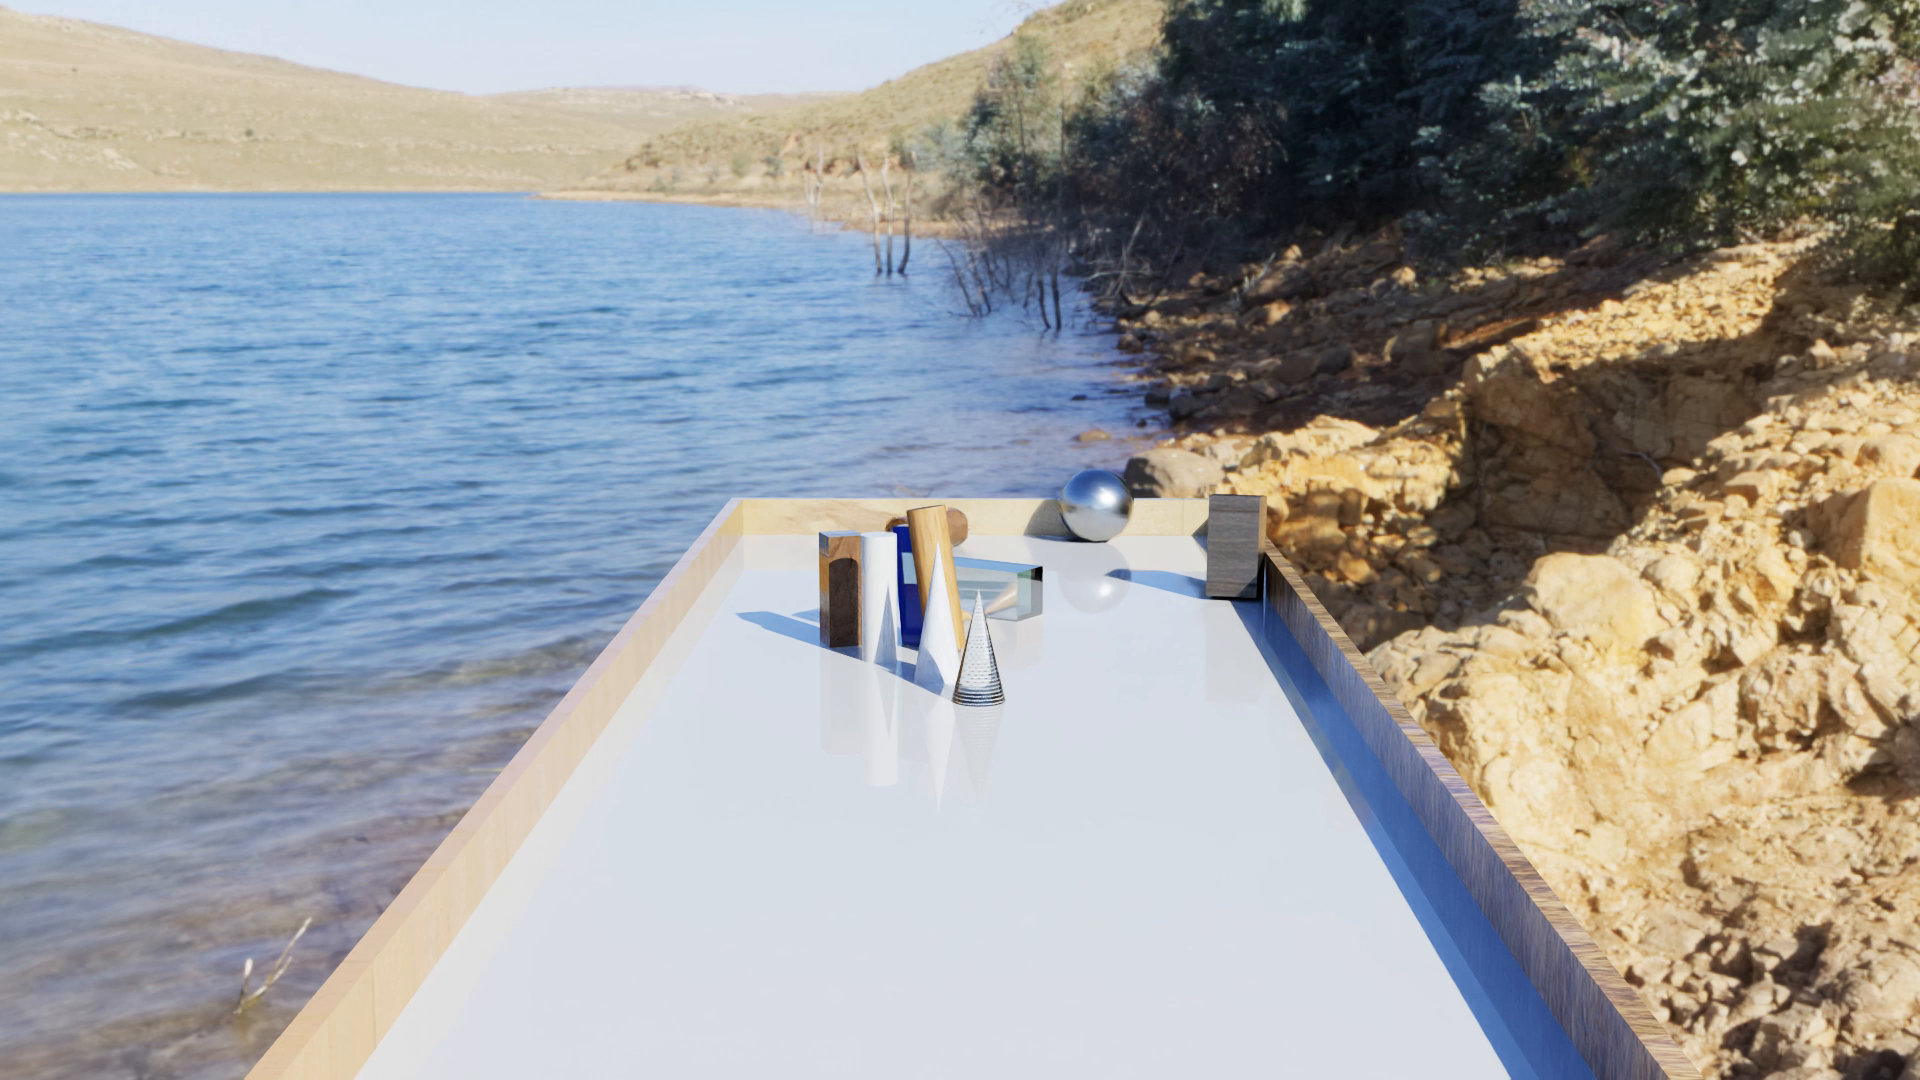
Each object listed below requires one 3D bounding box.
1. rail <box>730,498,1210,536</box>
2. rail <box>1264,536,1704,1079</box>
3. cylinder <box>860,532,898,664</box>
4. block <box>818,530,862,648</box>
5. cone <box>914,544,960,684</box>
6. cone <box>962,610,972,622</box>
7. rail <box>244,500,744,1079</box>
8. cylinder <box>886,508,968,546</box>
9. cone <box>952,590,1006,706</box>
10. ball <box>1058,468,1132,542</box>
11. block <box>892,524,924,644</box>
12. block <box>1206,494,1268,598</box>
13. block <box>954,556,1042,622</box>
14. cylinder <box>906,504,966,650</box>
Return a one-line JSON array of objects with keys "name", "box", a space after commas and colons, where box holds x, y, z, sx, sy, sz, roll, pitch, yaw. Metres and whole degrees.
[{"name": "rail", "box": [0.099, -0.098, 9.147, 2.100, 0.150, 0.050, 0, 9, 1]}, {"name": "rail", "box": [1.046, 0.843, 3.208, 0.050, 0.150, 12.000, 0, 9, 1]}, {"name": "cylinder", "box": [-0.246, 0.174, 6.682, 0.110, 0.385, 0.110, 0, 9, 0]}, {"name": "block", "box": [-0.371, 0.153, 6.928, 0.117, 0.350, 0.117, -3, 10, -19]}, {"name": "cone", "box": [-0.064, 0.202, 6.416, 0.143, 0.413, 0.143, 0, 9, 0]}, {"name": "cone", "box": [-0.028, 0.248, 7.246, 0.127, 0.127, 0.302, 6, -1, 33]}, {"name": "rail", "box": [-1.004, 0.839, 3.234, 0.050, 0.150, 12.000, 0, 9, 1]}, {"name": "cylinder", "box": [-0.131, -0.033, 8.747, 0.148, 0.148, 0.333, 8, 12, 41]}, {"name": "cone", "box": [0.052, 0.292, 6.145, 0.152, 0.320, 0.152, 0, 9, 0]}, {"name": "ball", "box": [0.552, -0.142, 8.950, 0.299, 0.299, 0.299, 0, 9, 0]}, {"name": "block", "box": [-0.119, 0.135, 6.936, 0.112, 0.373, 0.112, 0, 7, 38]}, {"name": "block", "box": [0.972, 0.018, 7.724, 0.177, 0.351, 0.177, 3, 4, 16]}, {"name": "block", "box": [0.046, 0.160, 7.468, 0.448, 0.165, 0.165, 6, 11, 33]}, {"name": "cylinder", "box": [-0.073, 0.119, 6.791, 0.123, 0.444, 0.123, -9, 3, 0]}]
